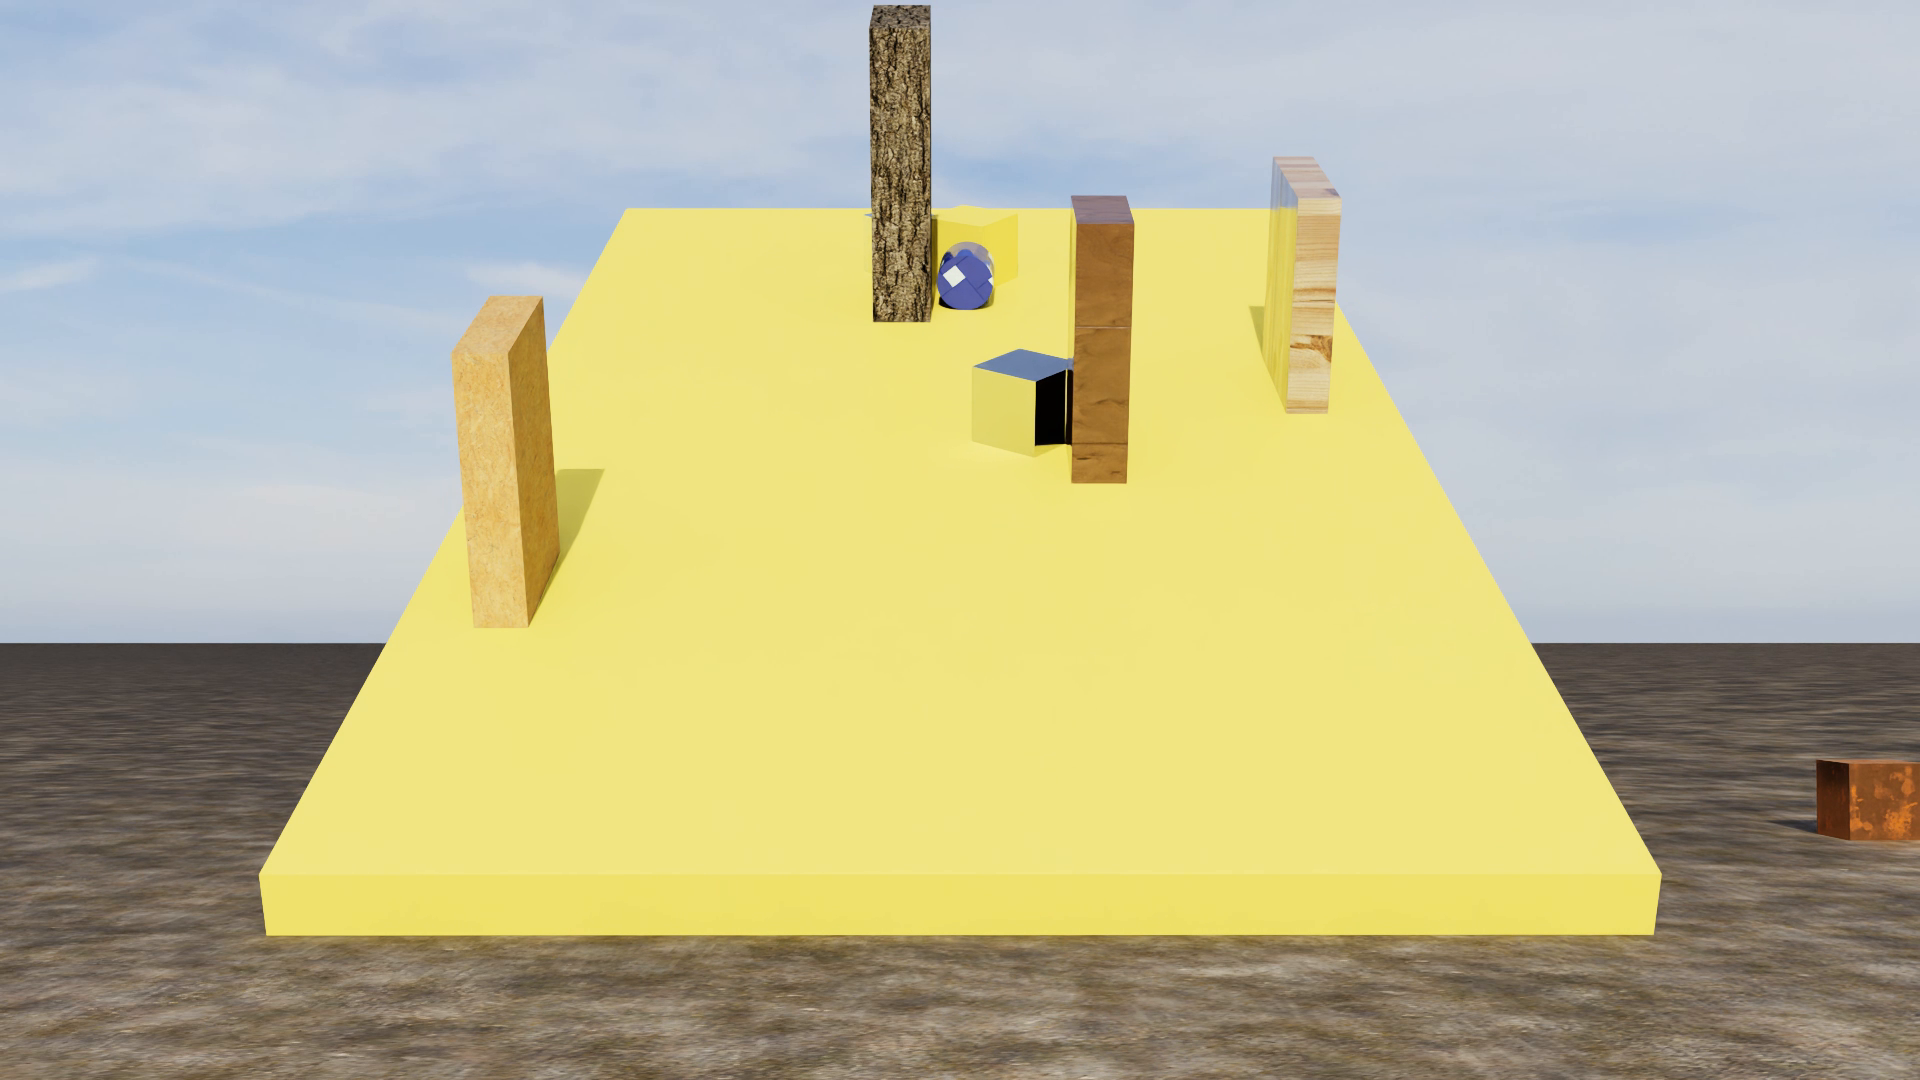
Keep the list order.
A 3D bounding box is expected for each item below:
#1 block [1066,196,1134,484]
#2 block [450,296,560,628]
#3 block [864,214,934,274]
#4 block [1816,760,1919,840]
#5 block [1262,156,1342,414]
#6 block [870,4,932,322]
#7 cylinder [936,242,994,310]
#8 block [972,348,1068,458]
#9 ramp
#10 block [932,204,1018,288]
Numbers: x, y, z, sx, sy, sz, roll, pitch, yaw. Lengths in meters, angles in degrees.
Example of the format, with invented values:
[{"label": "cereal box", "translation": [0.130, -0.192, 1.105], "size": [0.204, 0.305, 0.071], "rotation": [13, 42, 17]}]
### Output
[{"label": "block", "translation": [0.288, -0.417, 4.767], "size": [0.116, 0.550, 0.244], "rotation": [0, 22, 0]}, {"label": "block", "translation": [-0.814, -0.146, 4.139], "size": [0.097, 0.508, 0.359], "rotation": [0, 22, 0]}, {"label": "block", "translation": [-0.154, -0.807, 6.264], "size": [0.158, 0.158, 0.158], "rotation": [-15, 26, -33]}, {"label": "block", "translation": [1.954, 0.557, 4.926], "size": [0.162, 0.162, 0.162], "rotation": [0, -2, -3]}, {"label": "block", "translation": [0.783, -0.593, 5.285], "size": [0.095, 0.493, 0.430], "rotation": [0, 22, 0]}, {"label": "block", "translation": [-0.149, -0.967, 5.881], "size": [0.147, 0.741, 0.371], "rotation": [0, 22, 0]}, {"label": "cylinder", "translation": [0.016, -0.691, 5.992], "size": [0.146, 0.146, 0.146], "rotation": [0, 22, 3]}, {"label": "block", "translation": [0.145, -0.299, 4.981], "size": [0.171, 0.171, 0.171], "rotation": [16, 27, 35]}, {"label": "ramp", "translation": [-0.006, -0.220, 5.146], "size": [2.000, 0.100, 4.000], "rotation": [0, 22, 0]}, {"label": "block", "translation": [0.033, -0.788, 6.191], "size": [0.179, 0.179, 0.179], "rotation": [14, 25, 30]}]
